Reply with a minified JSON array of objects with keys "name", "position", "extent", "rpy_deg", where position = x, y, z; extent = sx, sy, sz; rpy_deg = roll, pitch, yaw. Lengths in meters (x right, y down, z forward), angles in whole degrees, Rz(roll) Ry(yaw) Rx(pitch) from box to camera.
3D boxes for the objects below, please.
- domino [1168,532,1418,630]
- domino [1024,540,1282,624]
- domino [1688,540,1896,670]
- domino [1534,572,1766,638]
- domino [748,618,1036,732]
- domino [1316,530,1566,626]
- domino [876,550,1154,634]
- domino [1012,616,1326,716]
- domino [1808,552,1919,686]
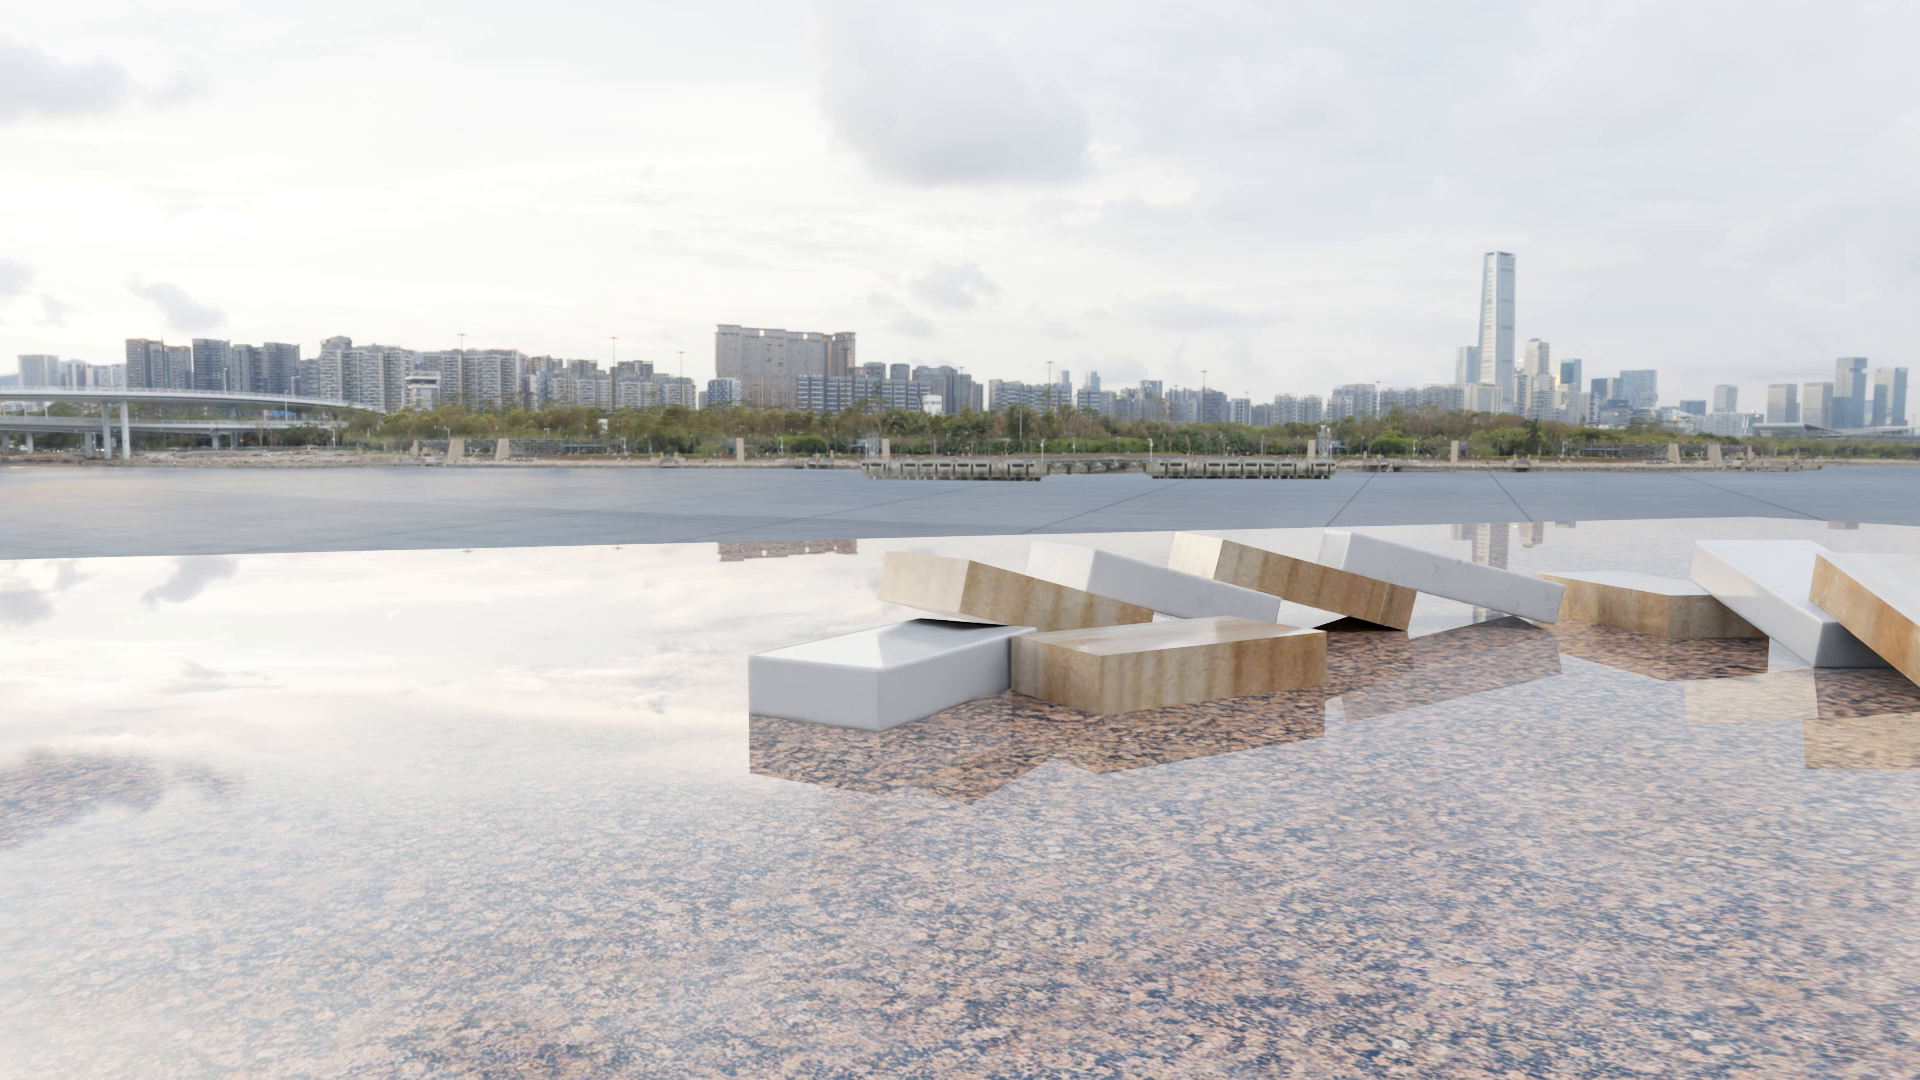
[{"name":"domino","position":[0.076,0.009,0.298],"extent":[0.050,0.010,0.025],"rpy_deg":[14,1,-15]},{"name":"domino","position":[0.042,0.011,0.278],"extent":[0.050,0.010,0.025],"rpy_deg":[14,-3,-28]},{"name":"domino","position":[0.176,0.012,0.265],"extent":[0.025,0.010,0.050],"rpy_deg":[0,18,4]},{"name":"domino","position":[0.163,0.015,0.307],"extent":[0.025,0.010,0.050],"rpy_deg":[-1,4,-9]},{"name":"domino","position":[-0.010,0.022,0.216],"extent":[0.025,0.009,0.050],"rpy_deg":[3,5,31]},{"name":"domino","position":[0.114,0.008,0.307],"extent":[0.050,0.010,0.025],"rpy_deg":[14,2,2]},{"name":"domino","position":[0.011,0.013,0.251],"extent":[0.050,0.009,0.025],"rpy_deg":[16,-7,-39]},{"name":"domino","position":[0.037,0.021,0.224],"extent":[0.050,0.010,0.025],"rpy_deg":[-3,5,-31]},{"name":"domino","position":[0.174,0.015,0.225],"extent":[0.025,0.010,0.050],"rpy_deg":[1,18,10]}]
